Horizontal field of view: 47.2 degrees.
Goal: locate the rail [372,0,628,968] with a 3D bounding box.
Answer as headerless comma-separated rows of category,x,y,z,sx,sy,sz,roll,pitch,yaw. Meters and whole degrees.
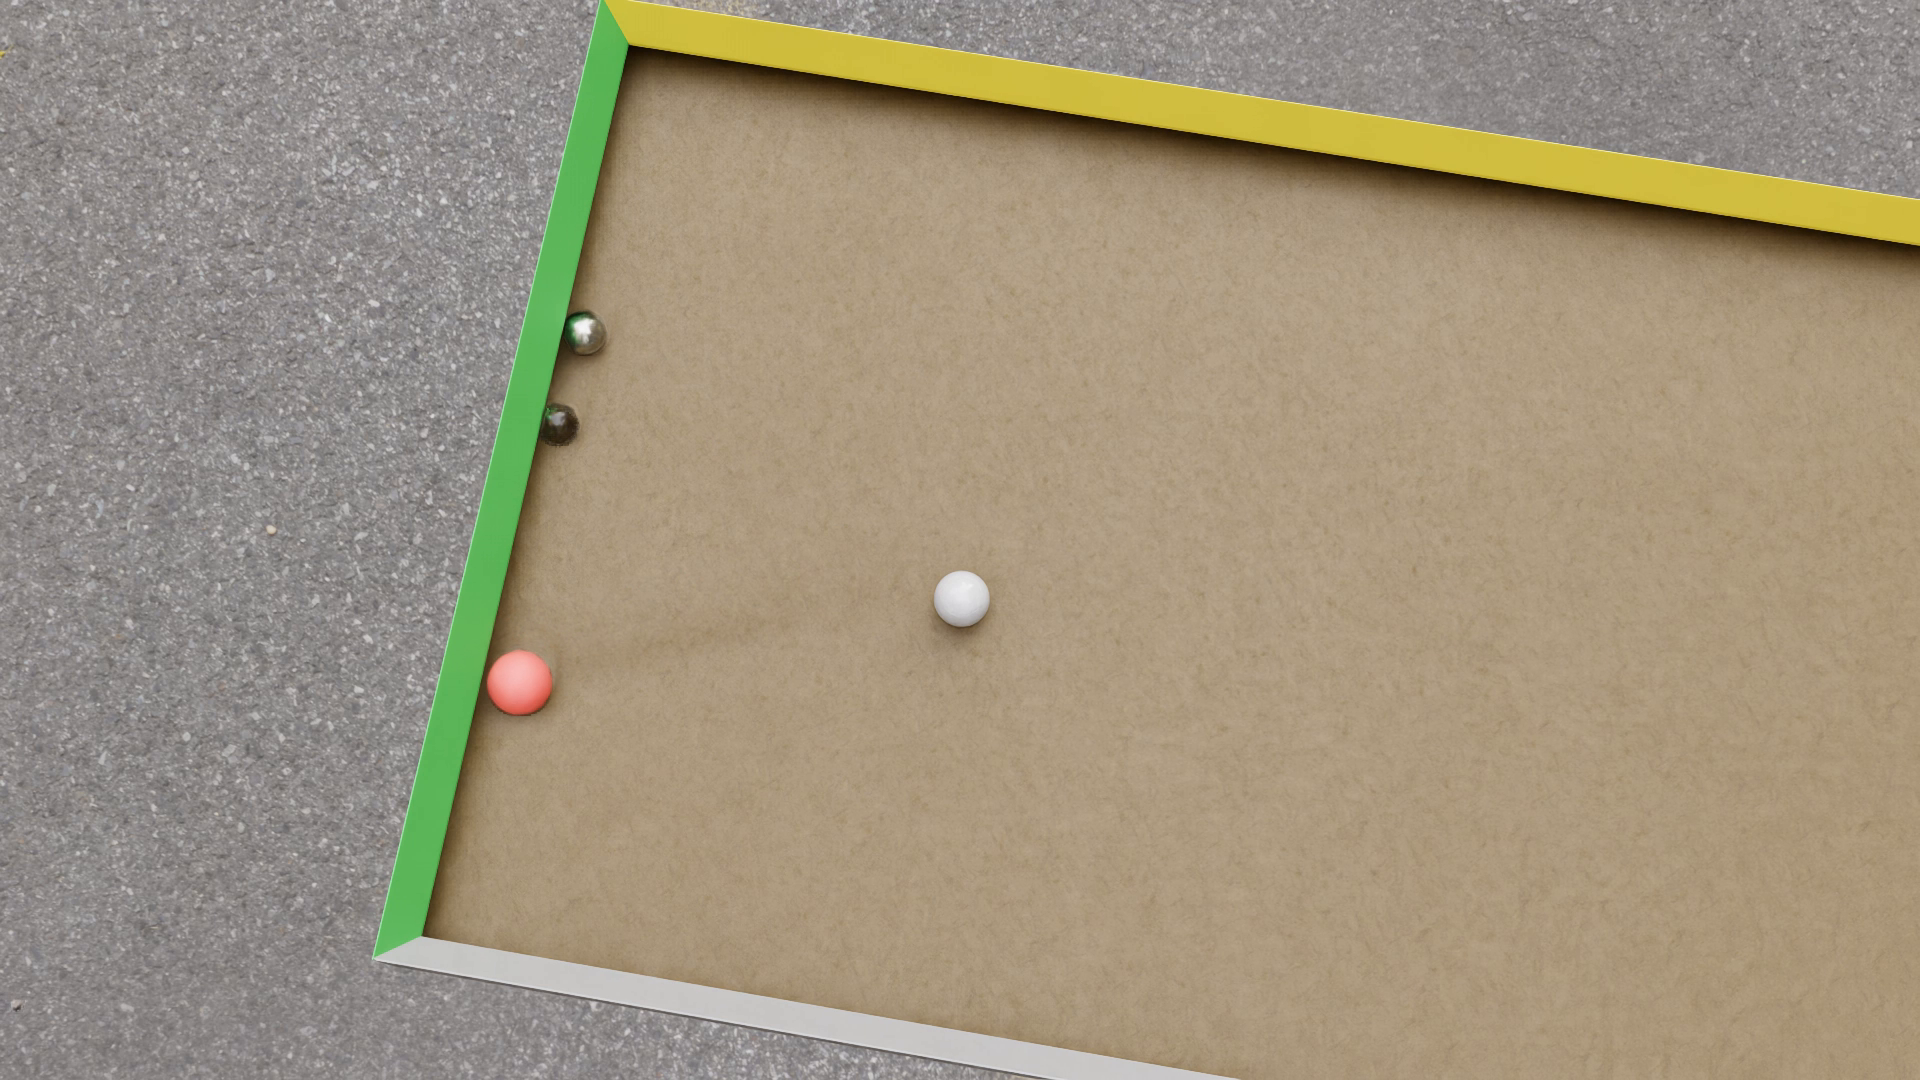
rail,-0.677,-0.118,3.355,0.045,0.124,1.533,9,75,3

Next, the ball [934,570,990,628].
ball,0.003,0.089,3.320,0.085,0.085,0.085,0,75,0

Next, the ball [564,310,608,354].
ball,-0.586,-0.326,3.442,0.069,0.069,0.069,0,75,0

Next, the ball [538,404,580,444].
ball,-0.621,-0.180,3.404,0.064,0.064,0.064,0,75,0

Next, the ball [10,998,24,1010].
ball,-7.139,3.517,16.650,0.090,0.090,0.090,0,75,0

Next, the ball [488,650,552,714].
ball,-0.656,0.212,3.281,0.095,0.095,0.095,0,75,0

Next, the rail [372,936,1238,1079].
rail,0.575,0.815,3.101,2.841,0.124,0.045,9,75,3

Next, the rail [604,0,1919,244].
rail,0.825,-0.597,3.486,2.841,0.124,0.045,9,75,3
